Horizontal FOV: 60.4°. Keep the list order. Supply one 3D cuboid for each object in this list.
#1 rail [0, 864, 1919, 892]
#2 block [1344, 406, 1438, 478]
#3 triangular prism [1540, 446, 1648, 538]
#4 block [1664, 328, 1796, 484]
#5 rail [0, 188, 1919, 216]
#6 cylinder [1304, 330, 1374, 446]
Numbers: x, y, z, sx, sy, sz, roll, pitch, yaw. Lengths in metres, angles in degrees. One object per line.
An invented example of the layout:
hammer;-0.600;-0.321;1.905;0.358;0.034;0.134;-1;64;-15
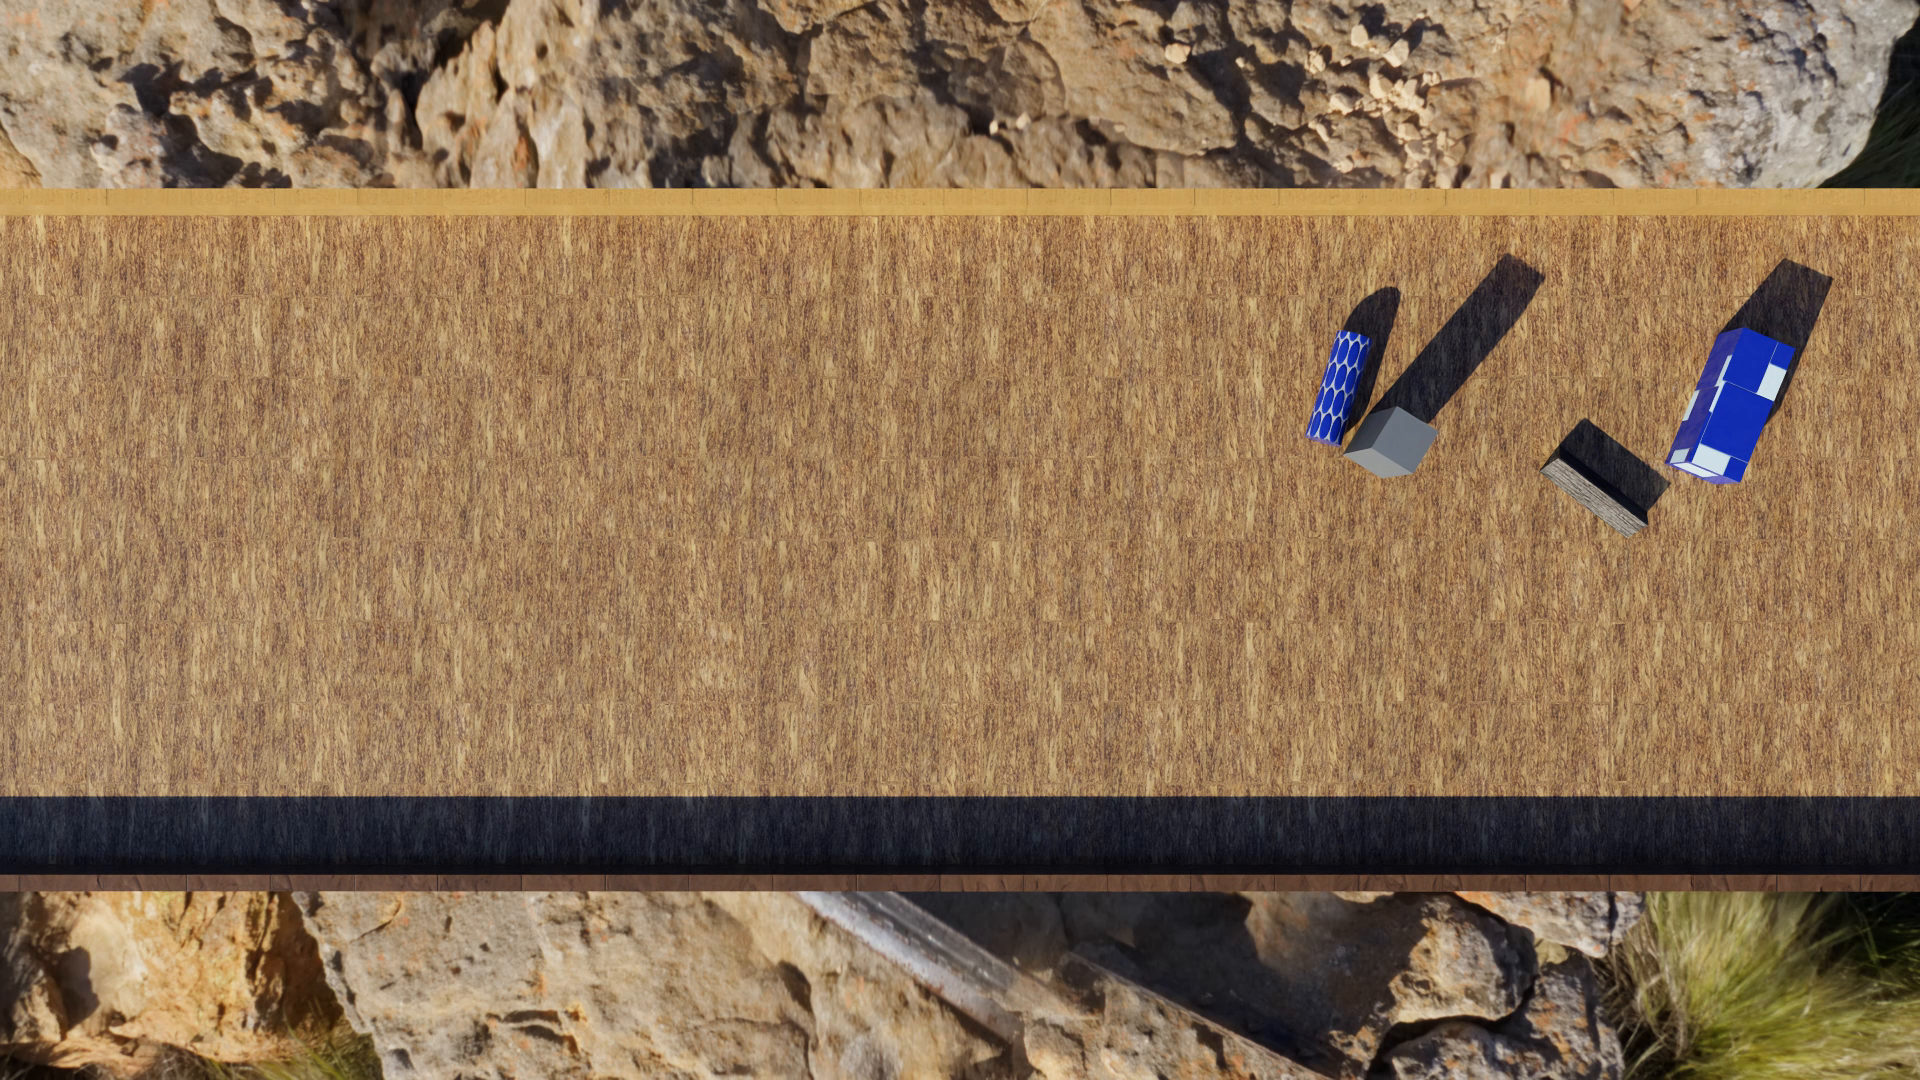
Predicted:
rail;-2.247;1.025;5.001;12.000;0.150;0.050;0;90;0
block;1.275;-0.287;4.899;0.141;0.355;0.141;32;90;0
triangular prism;1.946;-0.149;5.030;0.337;0.089;0.102;37;90;0
block;2.328;-0.402;4.993;0.167;0.167;0.432;23;90;0
rail;-2.247;-1.025;5.002;12.000;0.150;0.050;0;90;0
cylinder;1.153;-0.460;5.020;0.113;0.113;0.333;17;90;0
